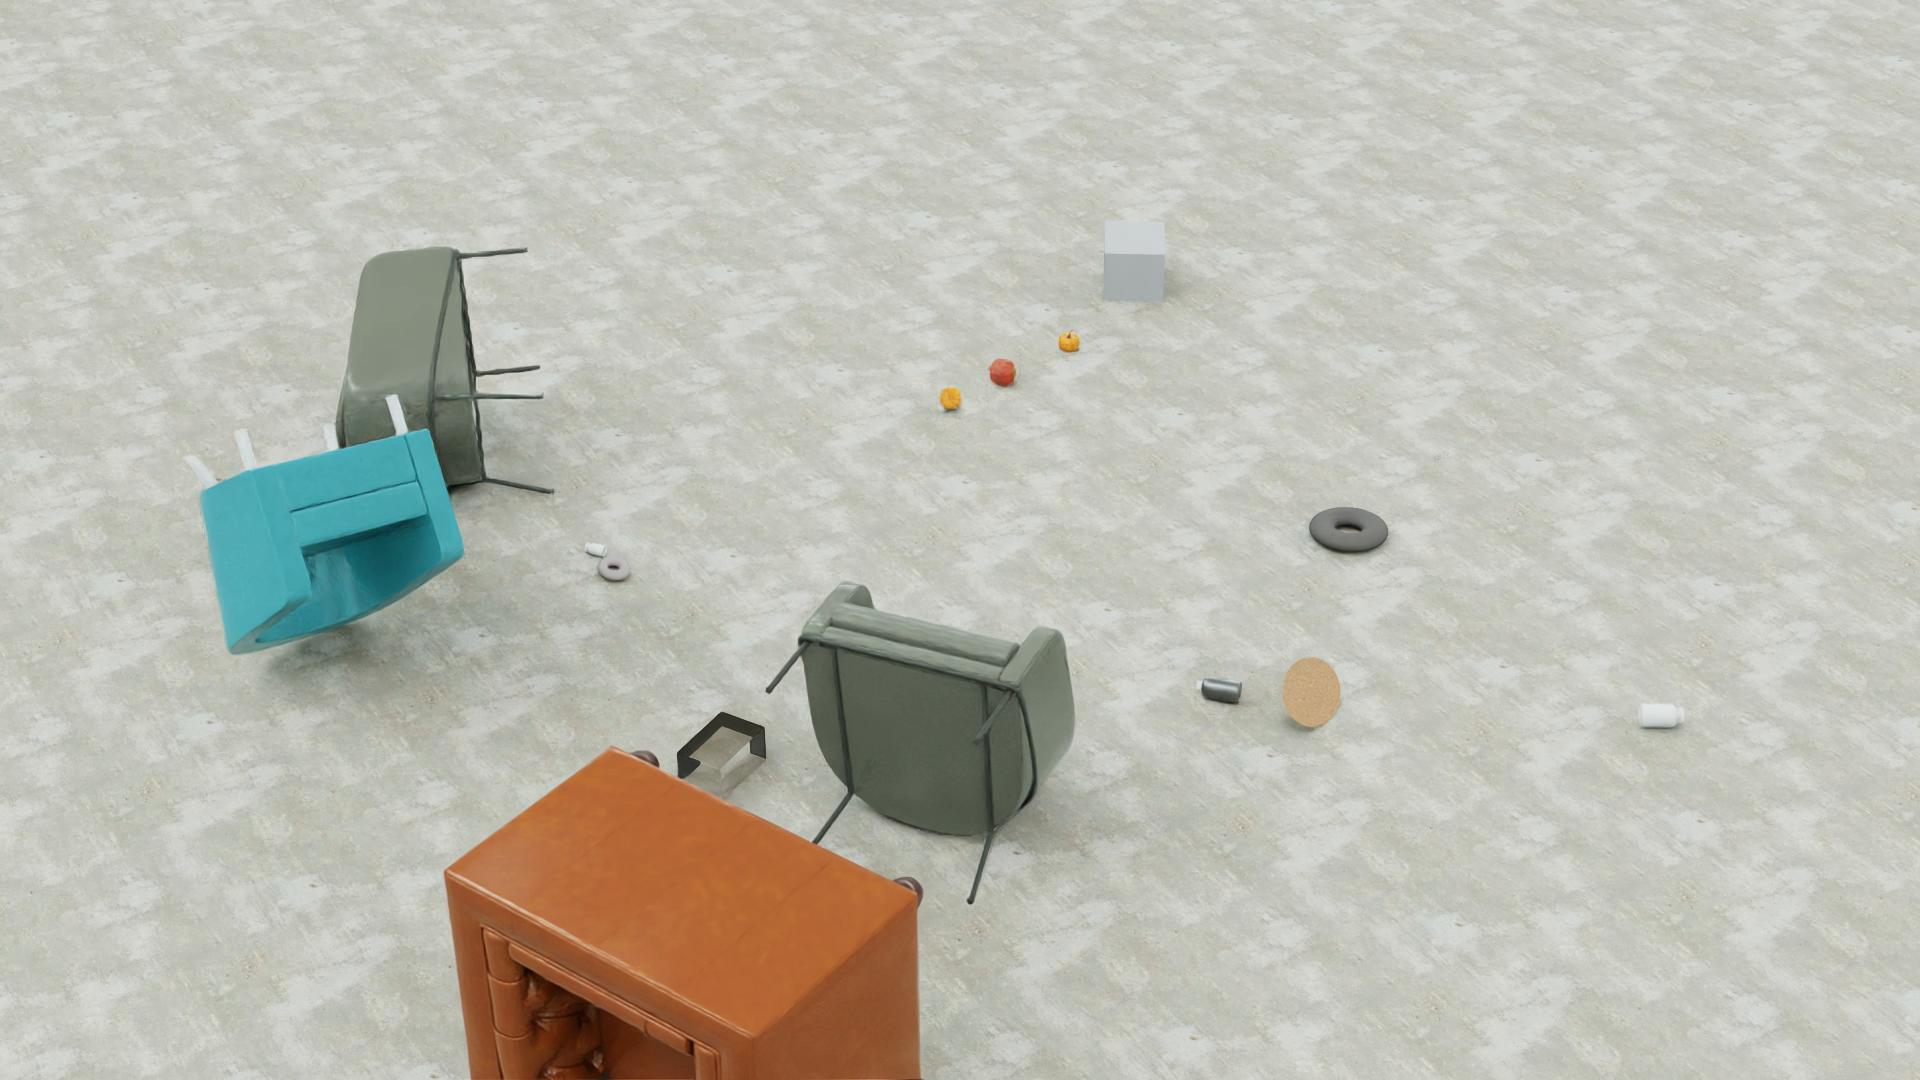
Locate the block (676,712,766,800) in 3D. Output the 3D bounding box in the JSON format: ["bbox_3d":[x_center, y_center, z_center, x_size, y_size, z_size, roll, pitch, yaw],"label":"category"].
[{"bbox_3d":[-0.790,0.716,9.734,0.174,0.136,0.262,18,37,25],"label":"block"}]

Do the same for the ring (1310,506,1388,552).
[{"bbox_3d":[1.451,-0.039,10.948,0.295,0.062,0.275,7,33,12],"label":"ring"}]

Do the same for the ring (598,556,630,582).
[{"bbox_3d":[-1.269,0.104,10.754,0.116,0.036,0.150,-19,38,-24],"label":"ring"}]

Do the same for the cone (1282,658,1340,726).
[{"bbox_3d":[1.163,0.539,10.049,0.302,0.230,0.126,-35,4,-42],"label":"cone"}]

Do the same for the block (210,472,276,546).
[{"bbox_3d":[-2.680,-0.114,10.972,0.210,0.160,0.214,-8,34,-12],"label":"block"}]

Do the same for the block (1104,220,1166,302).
[{"bbox_3d":[0.745,-1.196,12.558,0.255,0.223,0.303,2,33,2],"label":"block"}]
